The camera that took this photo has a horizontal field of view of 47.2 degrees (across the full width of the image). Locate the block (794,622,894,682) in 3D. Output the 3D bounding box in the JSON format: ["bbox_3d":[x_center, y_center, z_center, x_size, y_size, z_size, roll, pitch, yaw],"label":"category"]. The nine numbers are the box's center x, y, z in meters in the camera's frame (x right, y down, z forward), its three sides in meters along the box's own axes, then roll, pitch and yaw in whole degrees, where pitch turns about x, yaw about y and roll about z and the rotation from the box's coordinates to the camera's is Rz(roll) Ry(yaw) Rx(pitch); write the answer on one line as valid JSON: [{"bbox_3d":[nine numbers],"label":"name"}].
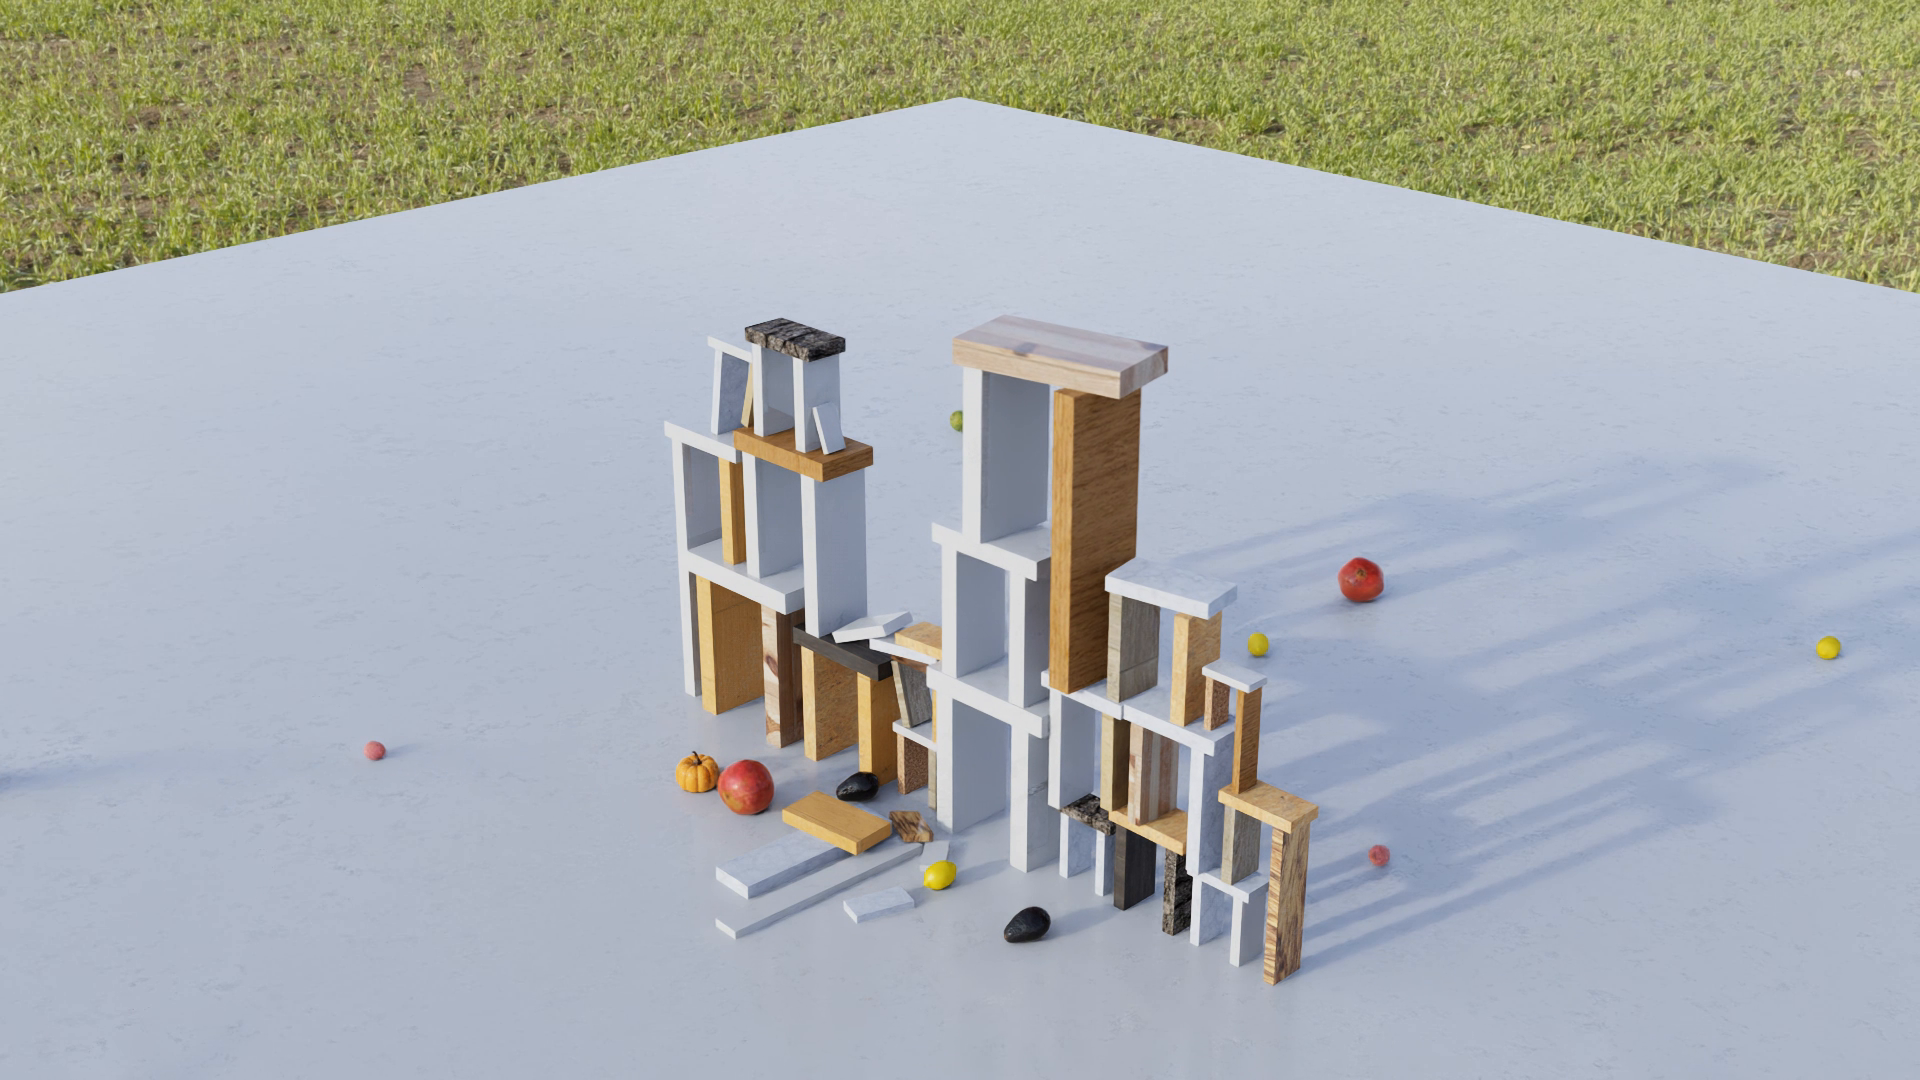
[{"bbox_3d":[-0.210,0.215,4.544,0.130,0.037,0.259,-21,31,-41],"label":"block"}]

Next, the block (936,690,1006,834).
[{"bbox_3d":[0.024,0.420,4.380,0.043,0.306,0.153,21,31,41],"label":"block"}]

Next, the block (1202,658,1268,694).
[{"bbox_3d":[0.476,0.234,3.807,0.051,0.015,0.103,-21,31,-40],"label":"block"}]

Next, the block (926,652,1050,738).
[{"bbox_3d":[0.097,0.287,4.245,0.306,0.043,0.153,21,31,41],"label":"block"}]

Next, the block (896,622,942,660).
[{"bbox_3d":[-0.044,0.203,4.366,0.081,0.023,0.161,-21,27,-40],"label":"block"}]

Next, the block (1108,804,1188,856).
[{"bbox_3d":[0.371,0.520,4.044,0.090,0.025,0.179,-21,31,-40],"label":"block"}]

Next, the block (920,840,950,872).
[{"bbox_3d":[-0.049,0.617,4.290,0.048,0.014,0.096,2,23,5],"label":"block"}]

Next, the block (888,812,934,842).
[{"bbox_3d":[-0.097,0.569,4.369,0.059,0.017,0.119,2,14,-17],"label":"block"}]

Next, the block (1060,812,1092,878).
[{"bbox_3d":[0.223,0.575,4.228,0.069,0.138,0.020,-21,31,-40],"label":"block"}]

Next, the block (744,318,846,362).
[{"bbox_3d":[-0.332,-0.403,4.417,0.098,0.028,0.195,-21,31,-41],"label":"block"}]

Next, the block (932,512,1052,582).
[{"bbox_3d":[0.090,0.002,4.123,0.269,0.038,0.135,21,31,40],"label":"block"}]

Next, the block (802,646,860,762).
[{"bbox_3d":[-0.271,0.327,4.658,0.037,0.259,0.130,21,31,41],"label":"block"}]

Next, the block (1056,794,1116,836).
[{"bbox_3d":[0.256,0.516,4.168,0.069,0.020,0.138,-21,31,-40],"label":"block"}]

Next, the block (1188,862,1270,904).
[{"bbox_3d":[0.485,0.605,3.953,0.070,0.020,0.139,-21,31,-40],"label":"block"}]

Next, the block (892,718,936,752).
[{"bbox_3d":[-0.064,0.390,4.464,0.069,0.020,0.138,-21,31,-40],"label":"block"}]

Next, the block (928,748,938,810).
[{"bbox_3d":[-0.032,0.475,4.465,0.069,0.138,0.020,-21,31,-40],"label":"block"}]

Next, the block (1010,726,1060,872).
[{"bbox_3d":[0.168,0.476,4.248,0.153,0.306,0.043,-21,31,-40],"label":"block"}]

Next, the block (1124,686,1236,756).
[{"bbox_3d":[0.403,0.322,3.919,0.204,0.029,0.102,21,31,40],"label":"block"}]

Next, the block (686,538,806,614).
[{"bbox_3d":[-0.419,0.067,4.711,0.326,0.046,0.163,21,31,41],"label":"block"}]

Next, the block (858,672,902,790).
[{"bbox_3d":[-0.149,0.375,4.545,0.037,0.259,0.130,21,31,41],"label":"block"}]

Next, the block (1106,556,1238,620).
[{"bbox_3d":[0.372,0.084,3.873,0.208,0.029,0.104,16,28,32],"label":"block"}]

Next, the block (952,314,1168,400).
[{"bbox_3d":[0.177,-0.329,3.911,0.344,0.049,0.172,15,27,31],"label":"block"}]

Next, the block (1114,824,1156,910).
[{"bbox_3d":[0.329,0.597,4.123,0.090,0.179,0.025,-21,31,-41],"label":"block"}]

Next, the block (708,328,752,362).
[{"bbox_3d":[-0.444,-0.400,4.531,0.076,0.021,0.151,-19,30,-38],"label":"block"}]

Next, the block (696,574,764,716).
[{"bbox_3d":[-0.496,0.208,4.854,0.046,0.326,0.163,21,31,41],"label":"block"}]

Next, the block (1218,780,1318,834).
[{"bbox_3d":[0.538,0.460,3.837,0.079,0.022,0.157,-21,31,-40],"label":"block"}]

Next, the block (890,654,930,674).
[{"bbox_3d":[-0.066,0.238,4.407,0.070,0.020,0.140,-20,29,-39],"label":"block"}]

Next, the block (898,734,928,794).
[{"bbox_3d":[-0.097,0.449,4.525,0.069,0.138,0.020,-21,31,-40],"label":"block"}]

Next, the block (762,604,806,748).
[{"bbox_3d":[-0.343,0.268,4.713,0.046,0.326,0.163,21,31,41],"label":"block"}]

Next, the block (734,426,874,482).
[{"bbox_3d":[-0.322,-0.190,4.500,0.275,0.039,0.138,21,31,41],"label":"block"}]

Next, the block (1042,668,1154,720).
[{"bbox_3d":[0.256,0.272,4.057,0.099,0.028,0.197,-21,31,-40],"label":"block"}]

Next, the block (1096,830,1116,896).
[{"bbox_3d":[0.288,0.601,4.169,0.069,0.138,0.020,-21,31,-40],"label":"block"}]

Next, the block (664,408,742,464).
[{"bbox_3d":[-0.508,-0.224,4.684,0.238,0.034,0.119,21,31,41],"label":"block"}]
